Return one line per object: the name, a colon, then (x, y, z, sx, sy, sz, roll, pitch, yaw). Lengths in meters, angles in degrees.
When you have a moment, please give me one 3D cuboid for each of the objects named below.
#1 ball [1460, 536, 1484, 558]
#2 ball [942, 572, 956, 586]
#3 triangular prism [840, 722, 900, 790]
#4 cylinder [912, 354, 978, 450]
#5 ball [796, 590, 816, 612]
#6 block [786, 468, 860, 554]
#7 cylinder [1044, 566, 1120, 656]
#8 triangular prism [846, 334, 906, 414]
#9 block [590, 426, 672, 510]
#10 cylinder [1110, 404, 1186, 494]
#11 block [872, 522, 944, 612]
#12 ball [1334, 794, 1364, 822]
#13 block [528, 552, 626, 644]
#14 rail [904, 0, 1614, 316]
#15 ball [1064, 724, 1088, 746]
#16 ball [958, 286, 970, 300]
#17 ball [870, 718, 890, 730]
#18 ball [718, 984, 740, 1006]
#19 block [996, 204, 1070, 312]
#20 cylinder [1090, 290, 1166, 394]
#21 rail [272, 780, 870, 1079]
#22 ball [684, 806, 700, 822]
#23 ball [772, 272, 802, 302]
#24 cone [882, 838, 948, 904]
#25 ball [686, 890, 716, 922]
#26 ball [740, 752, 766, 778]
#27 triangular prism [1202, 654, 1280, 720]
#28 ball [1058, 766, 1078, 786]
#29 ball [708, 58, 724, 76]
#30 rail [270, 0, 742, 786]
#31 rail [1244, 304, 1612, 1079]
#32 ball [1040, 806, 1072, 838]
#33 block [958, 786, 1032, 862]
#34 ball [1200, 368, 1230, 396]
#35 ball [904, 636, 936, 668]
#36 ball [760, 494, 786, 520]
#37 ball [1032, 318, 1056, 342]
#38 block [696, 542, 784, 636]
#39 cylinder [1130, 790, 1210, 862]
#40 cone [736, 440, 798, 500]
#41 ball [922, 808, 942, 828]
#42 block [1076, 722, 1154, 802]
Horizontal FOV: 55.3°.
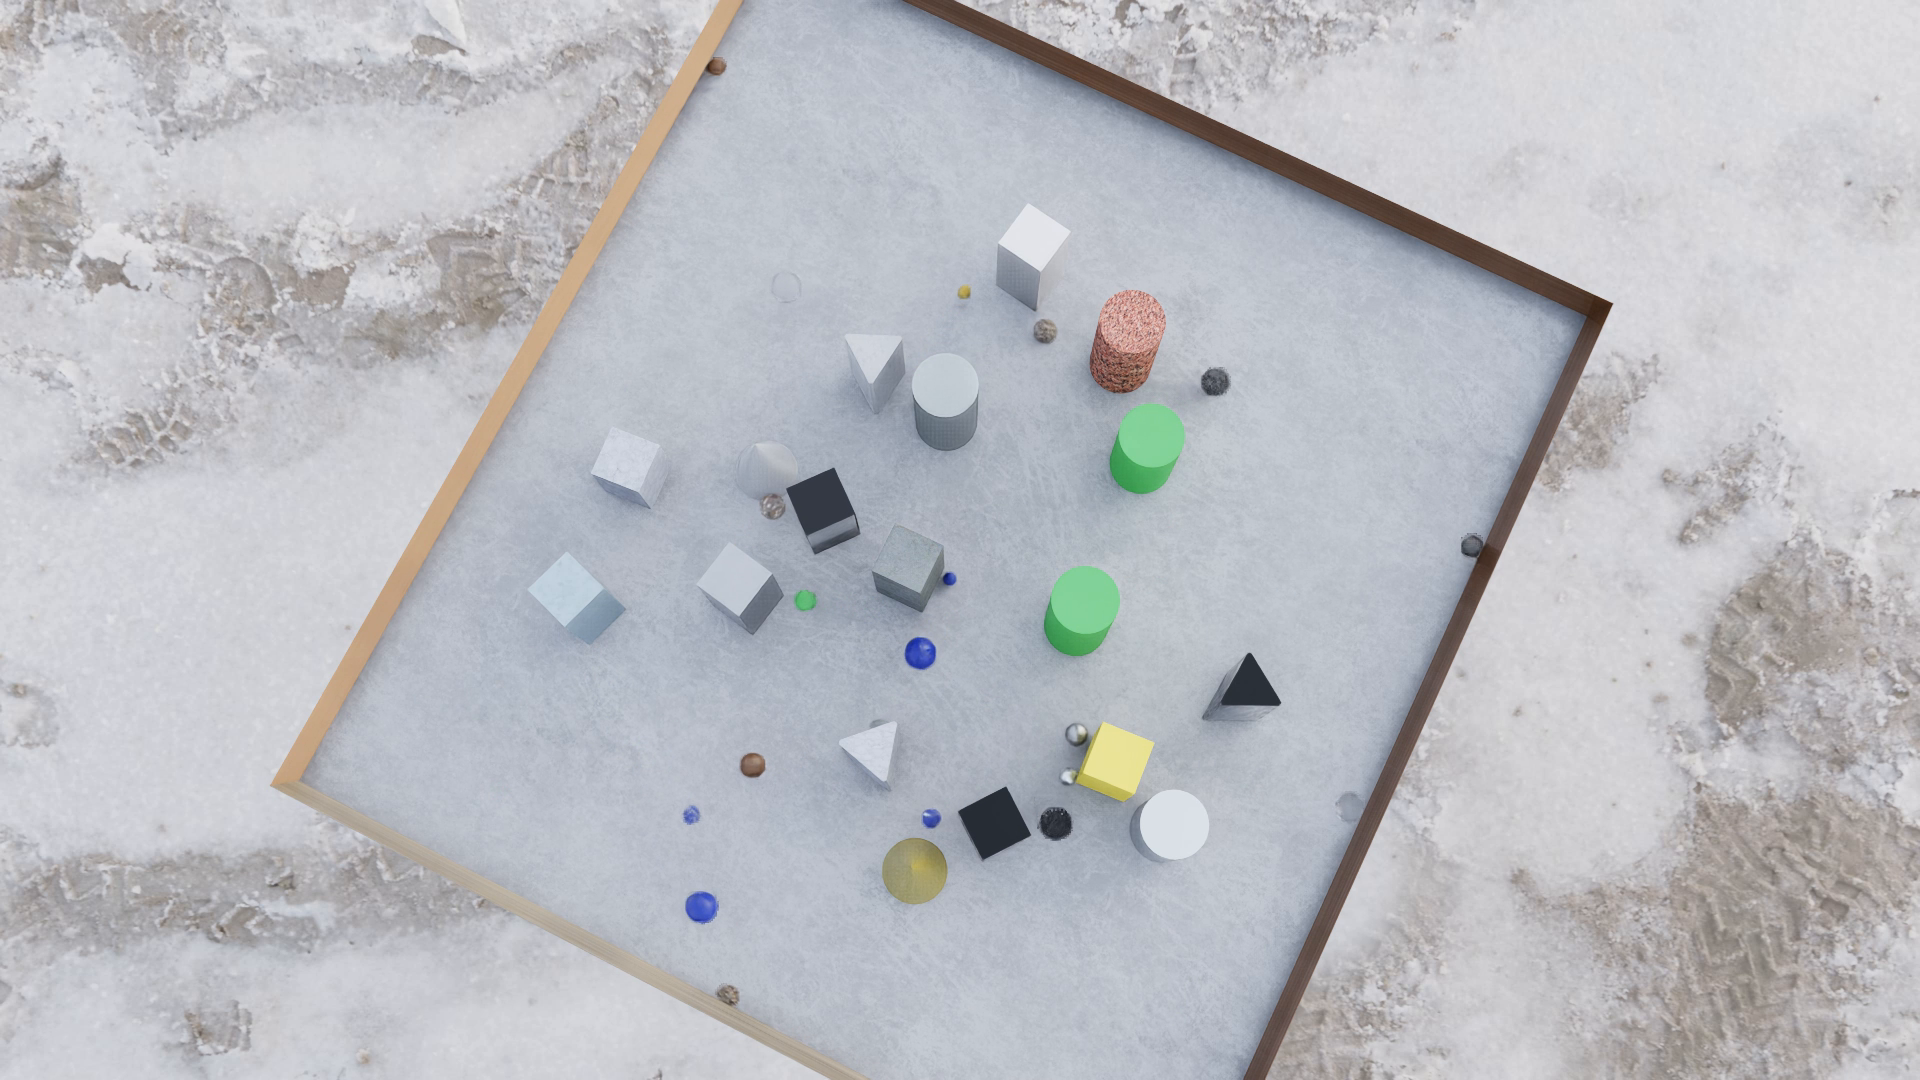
ball: (1.559, 0.022, 5.577, 0.069, 0.069, 0.069, 0, 78, 0)
ball: (-0.032, 0.119, 5.571, 0.042, 0.042, 0.042, 0, 78, 0)
triangular prism: (-0.224, 0.600, 5.276, 0.168, 0.423, 0.145, 40, 81, 8)
cylinder: (-0.042, -0.410, 5.502, 0.193, 0.391, 0.193, 0, 78, 0)
ball: (-0.466, 0.184, 5.546, 0.063, 0.063, 0.063, 0, 78, 0)
block: (-0.407, -0.084, 5.488, 0.155, 0.287, 0.155, -24, 79, -5)
cylinder: (0.352, 0.212, 5.348, 0.193, 0.440, 0.193, 0, 78, 0)
triangular prism: (-0.277, -0.531, 5.552, 0.145, 0.341, 0.168, 32, 80, 6)
block: (-0.991, -0.215, 5.540, 0.155, 0.237, 0.155, 21, 79, 4)
cylinder: (0.559, -0.271, 5.501, 0.193, 0.335, 0.193, 0, 78, 0)
block: (-0.150, 0.086, 5.423, 0.155, 0.345, 0.155, 25, 79, 5)
ball: (1.150, 0.791, 5.409, 0.085, 0.085, 0.085, 0, 78, 0)
block: (-1.124, 0.176, 5.398, 0.155, 0.358, 0.155, 44, 82, 8)
rail: (0.687, -1.339, 5.828, 2.940, 0.126, 0.045, 26, 80, 5)
ball: (0.347, 0.582, 5.461, 0.069, 0.069, 0.069, 0, 78, 0)
ball: (0.012, -0.774, 5.756, 0.041, 0.041, 0.041, 0, 78, 0)
ball: (-0.238, 0.565, 5.466, 0.066, 0.066, 0.066, 0, 78, 0)
ball: (-0.671, 1.321, 5.311, 0.063, 0.063, 0.063, 0, 78, 0)
block: (0.221, -0.859, 5.607, 0.155, 0.367, 0.155, 35, 80, 7)
cylinder: (0.501, -0.593, 5.528, 0.193, 0.414, 0.193, 0, 78, 0)
rail: (-0.687, 1.353, 5.271, 2.940, 0.126, 0.045, 26, 80, 5)
ball: (-0.793, 0.812, 5.423, 0.050, 0.050, 0.050, 0, 78, 0)
ball: (-0.542, -0.791, 5.731, 0.097, 0.097, 0.097, 0, 78, 0)
cone: (-0.133, 0.940, 5.233, 0.193, 0.370, 0.193, 0, 78, 0)
ball: (-0.756, 1.070, 5.349, 0.091, 0.091, 0.091, 0, 78, 0)
ball: (-0.614, 0.669, 5.440, 0.076, 0.076, 0.076, 0, 78, 0)
triangular prism: (0.812, 0.427, 5.323, 0.168, 0.402, 0.145, 0, 78, 0)
ball: (0.320, 0.701, 5.444, 0.055, 0.055, 0.055, 0, 78, 0)
ball: (-0.785, -1.523, 5.903, 0.056, 0.056, 0.056, 0, 78, 0)
rail: (-1.294, -0.627, 5.681, 0.045, 0.126, 3.121, 26, 80, 5)
rail: (1.294, 0.640, 5.419, 0.045, 0.126, 3.121, 26, 80, 5)
ball: (0.282, 0.832, 5.396, 0.095, 0.095, 0.095, 0, 78, 0)
block: (0.098, 0.828, 5.320, 0.155, 0.245, 0.155, -27, 80, -5)
ball: (0.789, -0.488, 5.673, 0.087, 0.087, 0.087, 0, 78, 0)
ball: (-0.119, 0.338, 5.497, 0.097, 0.097, 0.097, 0, 78, 0)
ball: (-0.573, -0.101, 5.598, 0.078, 0.078, 0.078, 0, 78, 0)
ball: (0.264, -0.652, 5.713, 0.076, 0.076, 0.076, 0, 78, 0)
block: (-0.644, 0.148, 5.400, 0.155, 0.363, 0.155, 36, 81, 7)
cylinder: (0.600, 0.828, 5.281, 0.193, 0.321, 0.193, 0, 78, 0)
cone: (-0.598, -0.247, 5.501, 0.193, 0.326, 0.193, 0, 78, 0)
ball: (-0.083, 0.821, 5.418, 0.057, 0.057, 0.057, 0, 78, 0)
block: (0.444, 0.645, 5.302, 0.155, 0.354, 0.155, 22, 79, 4)
